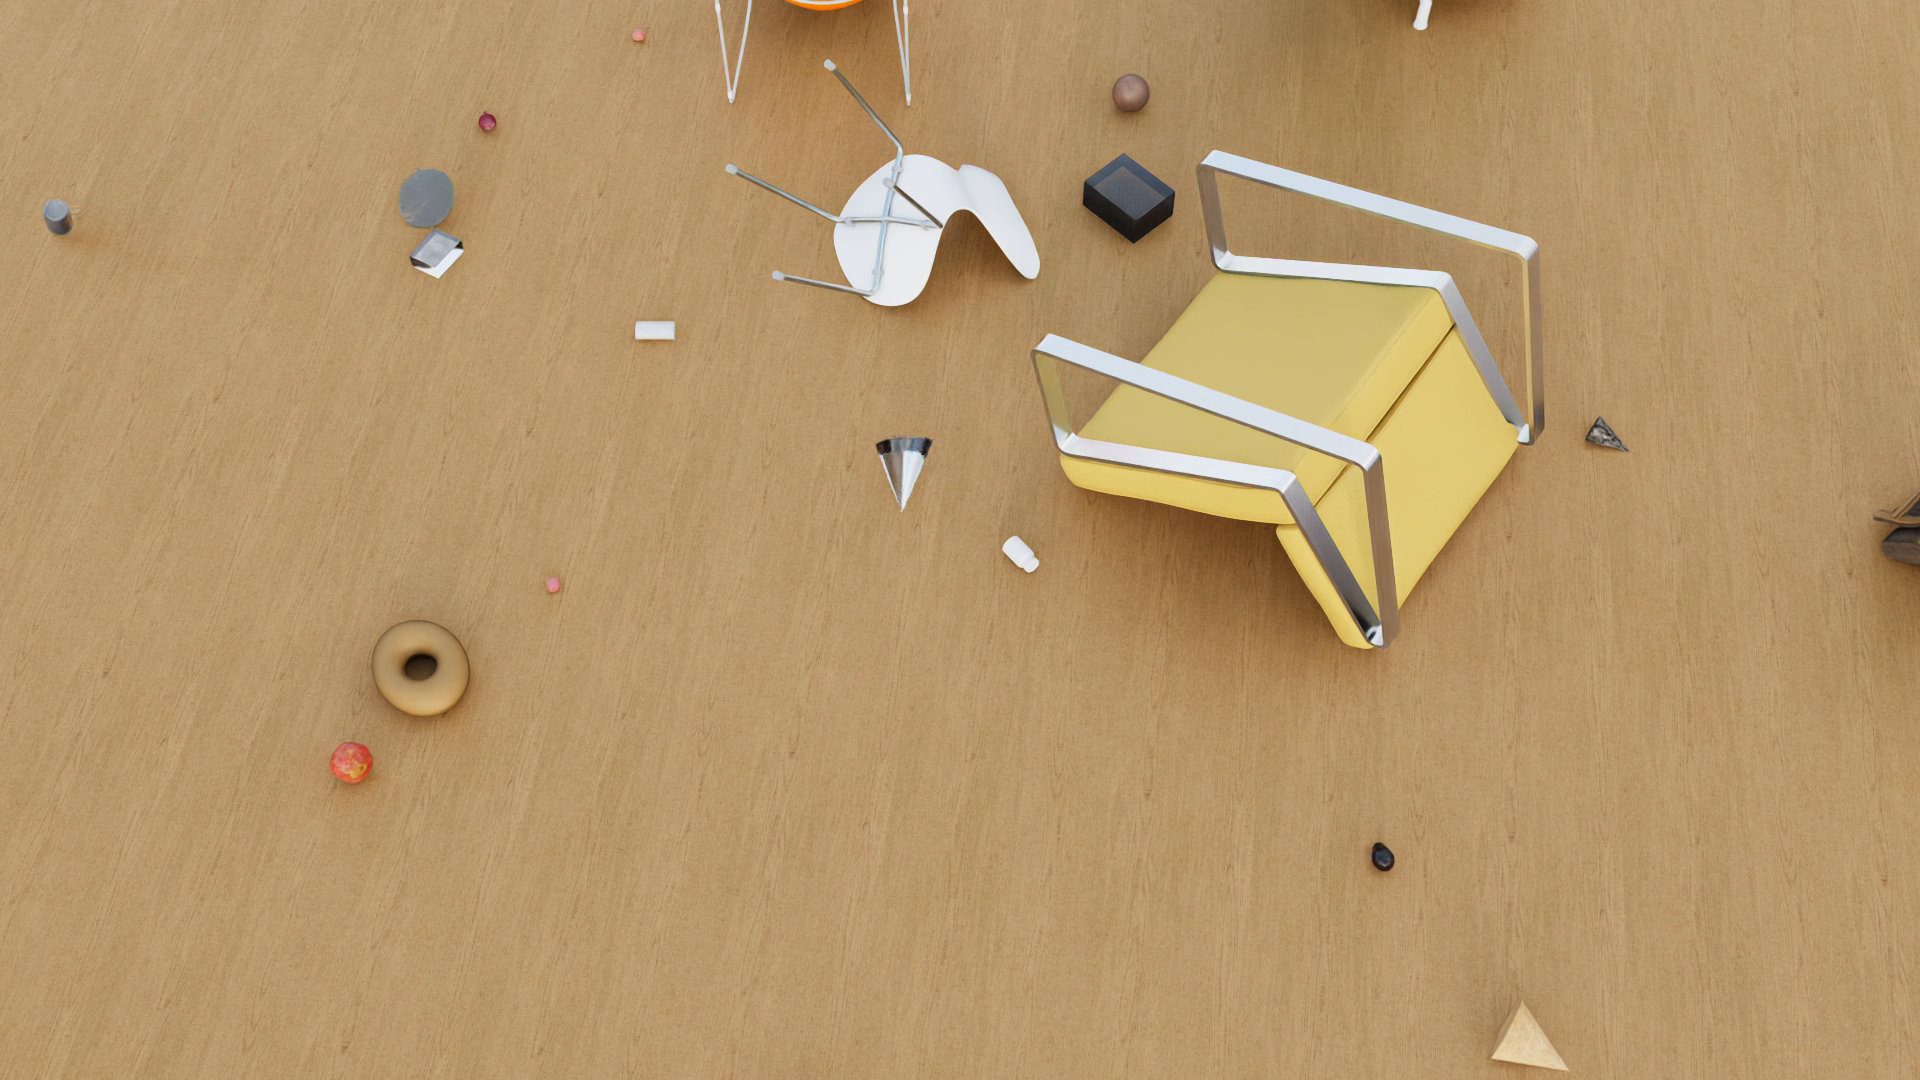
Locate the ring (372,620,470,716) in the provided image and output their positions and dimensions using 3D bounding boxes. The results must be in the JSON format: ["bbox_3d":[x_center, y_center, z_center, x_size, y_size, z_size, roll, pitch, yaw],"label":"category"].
[{"bbox_3d":[-1.536,0.364,6.261,0.264,0.115,0.320,-33,61,-18],"label":"ring"}]

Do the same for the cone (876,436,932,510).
[{"bbox_3d":[-0.173,-0.188,6.651,0.212,0.135,0.214,-10,74,44],"label":"cone"}]

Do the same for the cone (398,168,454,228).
[{"bbox_3d":[-1.753,-1.141,7.293,0.172,0.120,0.211,40,105,-8],"label":"cone"}]

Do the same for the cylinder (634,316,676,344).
[{"bbox_3d":[-0.968,-0.666,6.989,0.119,0.053,0.060,-15,78,12],"label":"cylinder"}]

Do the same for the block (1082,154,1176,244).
[{"bbox_3d":[0.557,-1.129,7.263,0.185,0.114,0.237,-38,64,-22],"label":"block"}]

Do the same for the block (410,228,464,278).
[{"bbox_3d":[-1.706,-0.935,7.170,0.106,0.052,0.137,26,60,16],"label":"block"}]

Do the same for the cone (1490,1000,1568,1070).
[{"bbox_3d":[1.489,1.314,5.668,0.191,0.082,0.188,33,62,7],"label":"cone"}]
